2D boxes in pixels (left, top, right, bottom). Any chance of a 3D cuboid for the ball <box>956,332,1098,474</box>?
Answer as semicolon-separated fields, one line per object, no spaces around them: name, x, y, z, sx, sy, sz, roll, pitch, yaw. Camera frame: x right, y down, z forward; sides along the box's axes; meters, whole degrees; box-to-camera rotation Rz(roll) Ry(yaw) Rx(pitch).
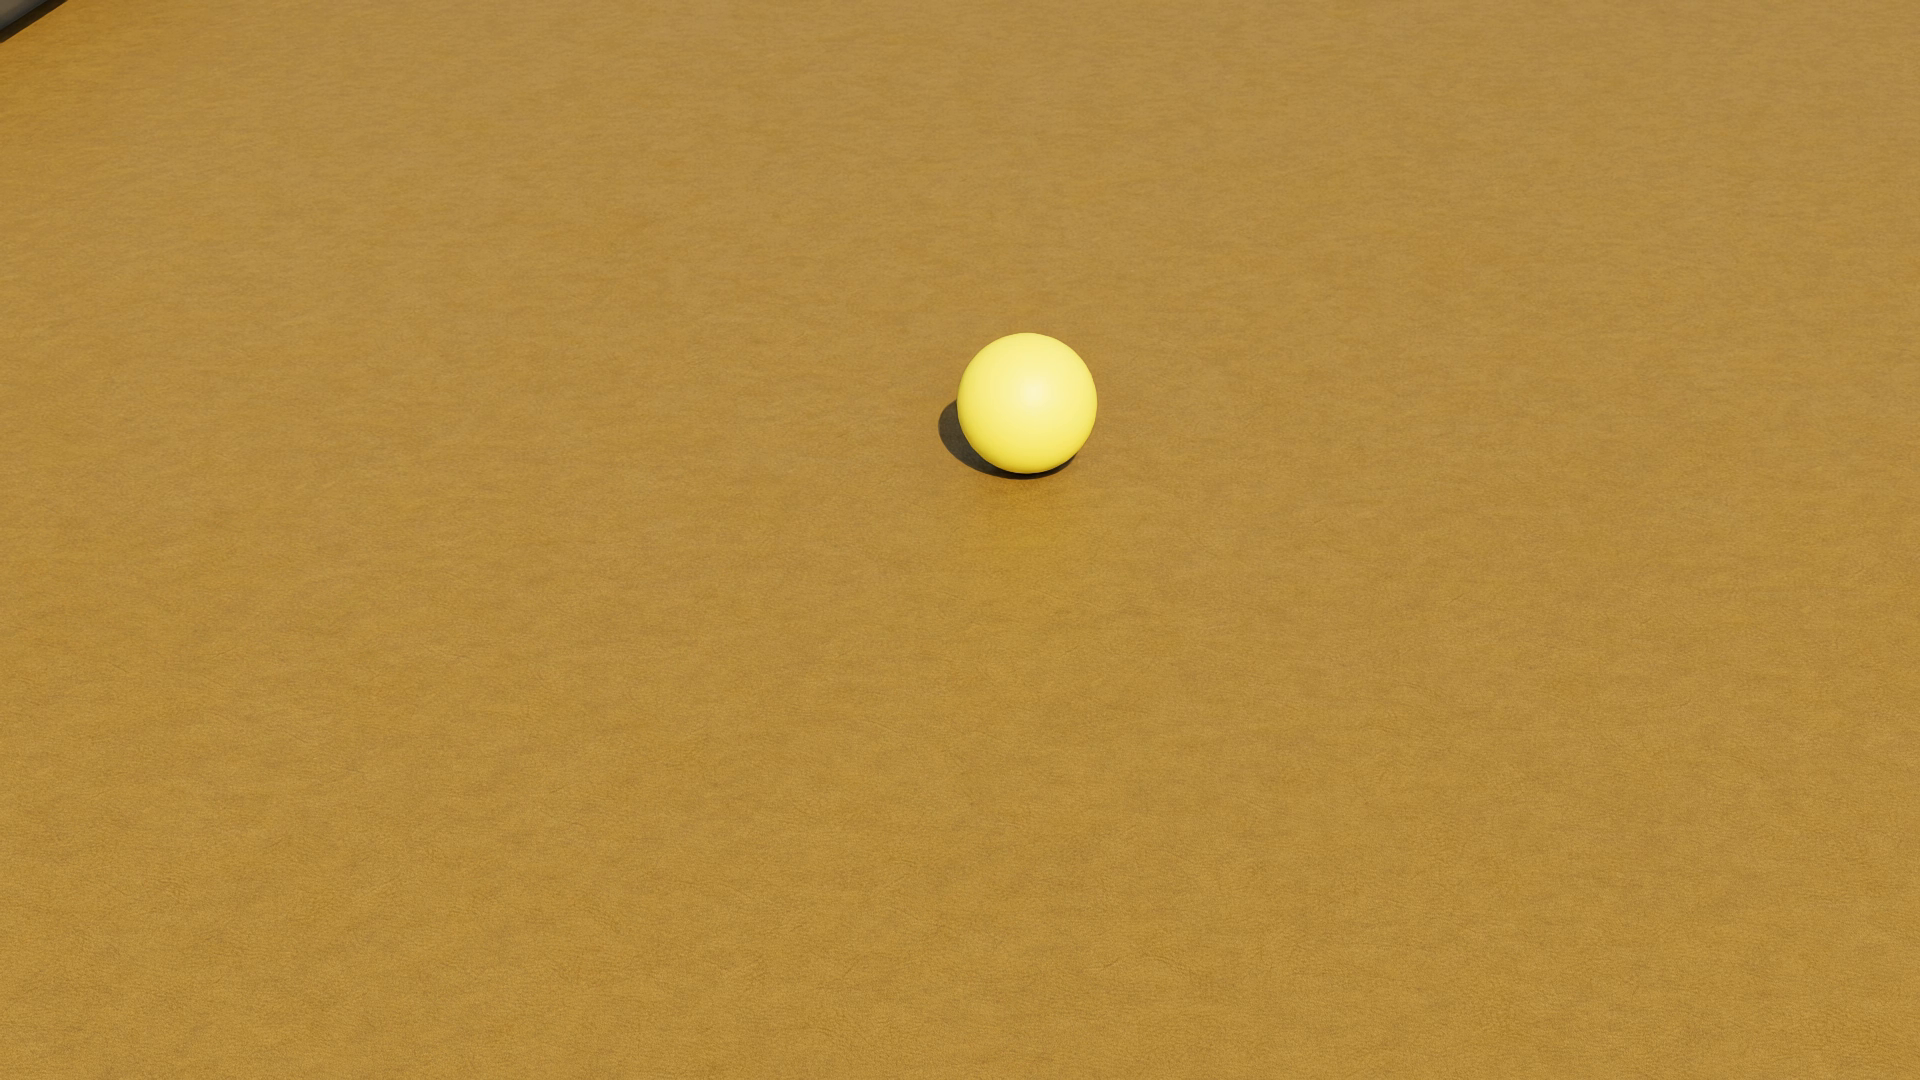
ball;0.041;-0.084;1.807;0.087;0.087;0.087;0;29;0

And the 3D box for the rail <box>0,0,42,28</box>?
rail;-0.766;-0.571;2.655;0.045;0.112;3.736;7;30;12
